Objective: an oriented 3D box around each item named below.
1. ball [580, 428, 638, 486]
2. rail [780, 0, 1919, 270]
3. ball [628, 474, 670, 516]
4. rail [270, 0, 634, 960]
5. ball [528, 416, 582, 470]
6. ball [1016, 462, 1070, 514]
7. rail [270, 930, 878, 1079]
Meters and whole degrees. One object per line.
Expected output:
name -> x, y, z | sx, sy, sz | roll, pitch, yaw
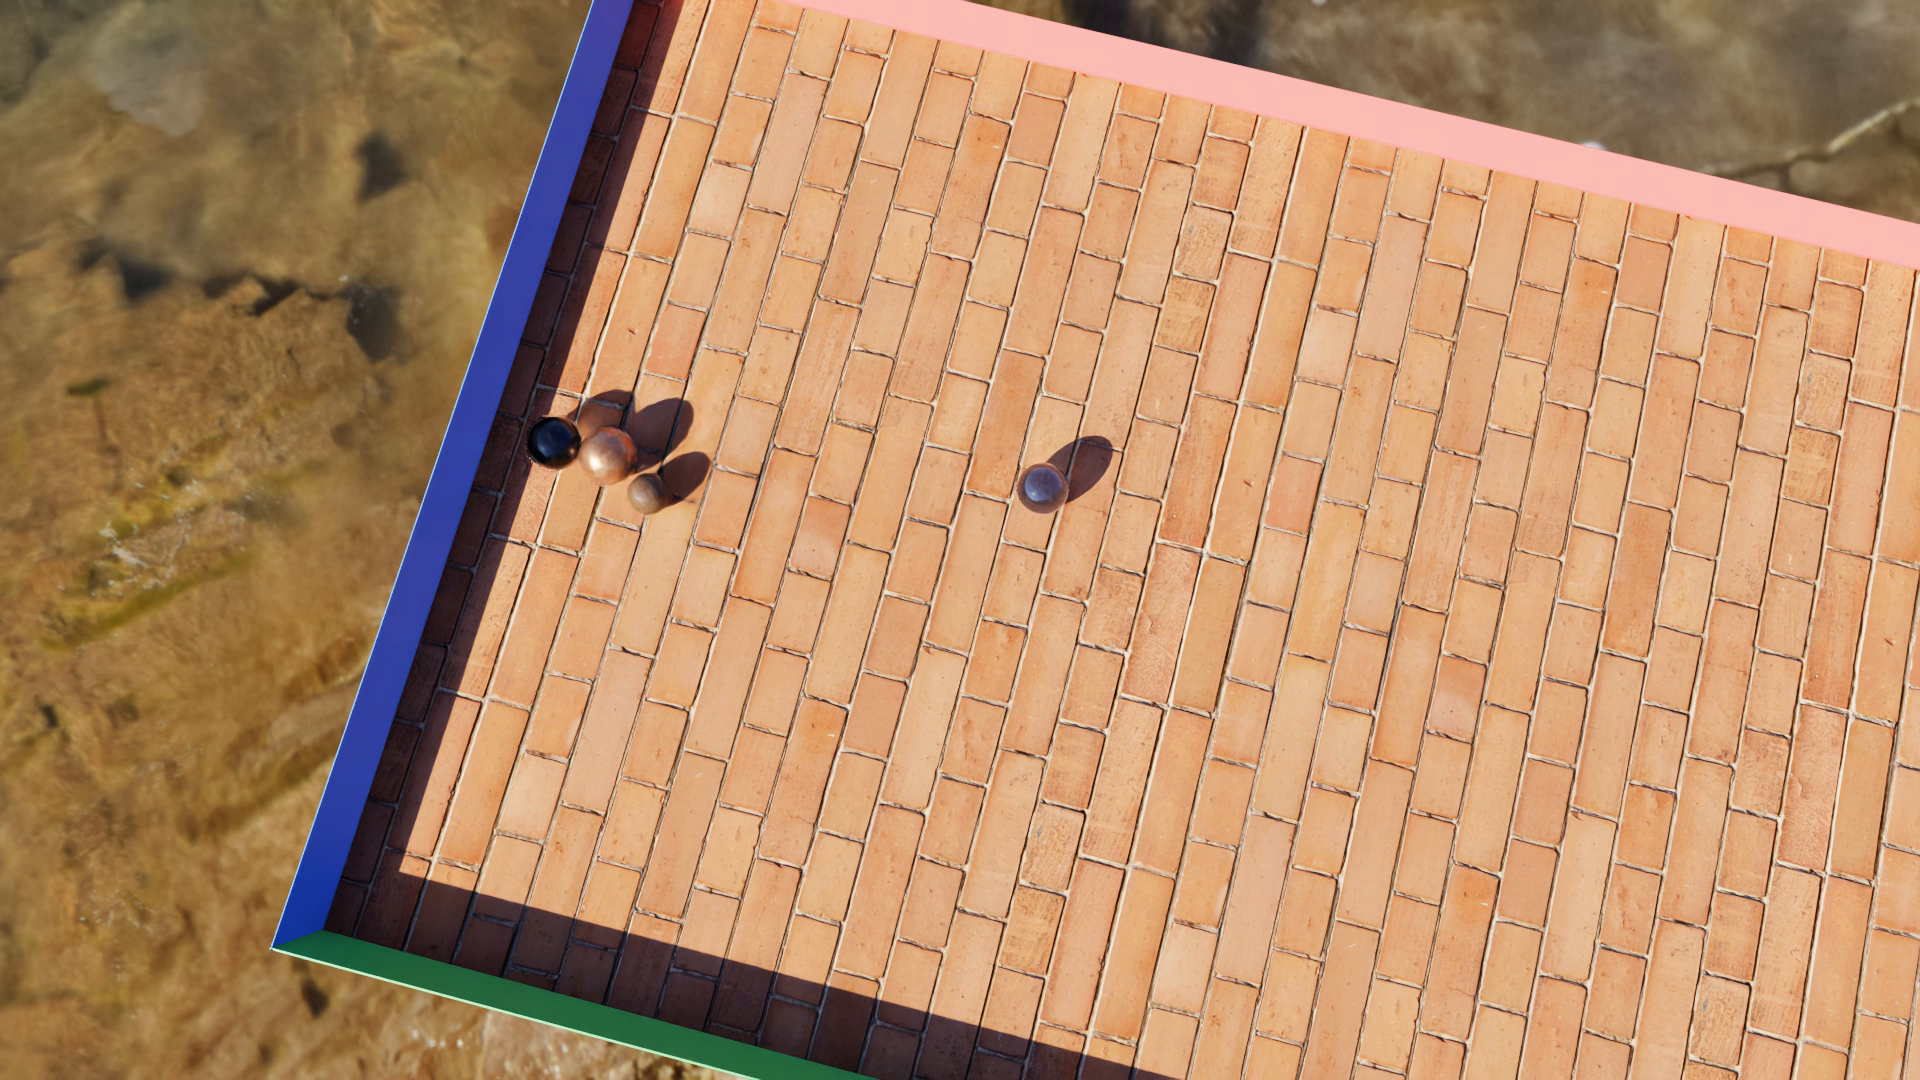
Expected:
ball -> -0.541, -0.129, 3.383 | 0.089, 0.089, 0.089 | 0, 74, 0
rail -> 0.971, -0.581, 3.494 | 3.154, 0.116, 0.045 | 14, 75, 4
ball -> -0.478, -0.071, 3.379 | 0.065, 0.065, 0.065 | 0, 74, 0
rail -> -0.740, -0.190, 3.385 | 0.045, 0.116, 1.696 | 14, 75, 4
ball -> -0.624, -0.149, 3.391 | 0.084, 0.084, 0.084 | 0, 74, 0
ball -> 0.127, -0.079, 3.373 | 0.081, 0.081, 0.081 | 0, 74, 0
rail -> 0.555, 0.956, 3.066 | 3.154, 0.116, 0.045 | 14, 75, 4
